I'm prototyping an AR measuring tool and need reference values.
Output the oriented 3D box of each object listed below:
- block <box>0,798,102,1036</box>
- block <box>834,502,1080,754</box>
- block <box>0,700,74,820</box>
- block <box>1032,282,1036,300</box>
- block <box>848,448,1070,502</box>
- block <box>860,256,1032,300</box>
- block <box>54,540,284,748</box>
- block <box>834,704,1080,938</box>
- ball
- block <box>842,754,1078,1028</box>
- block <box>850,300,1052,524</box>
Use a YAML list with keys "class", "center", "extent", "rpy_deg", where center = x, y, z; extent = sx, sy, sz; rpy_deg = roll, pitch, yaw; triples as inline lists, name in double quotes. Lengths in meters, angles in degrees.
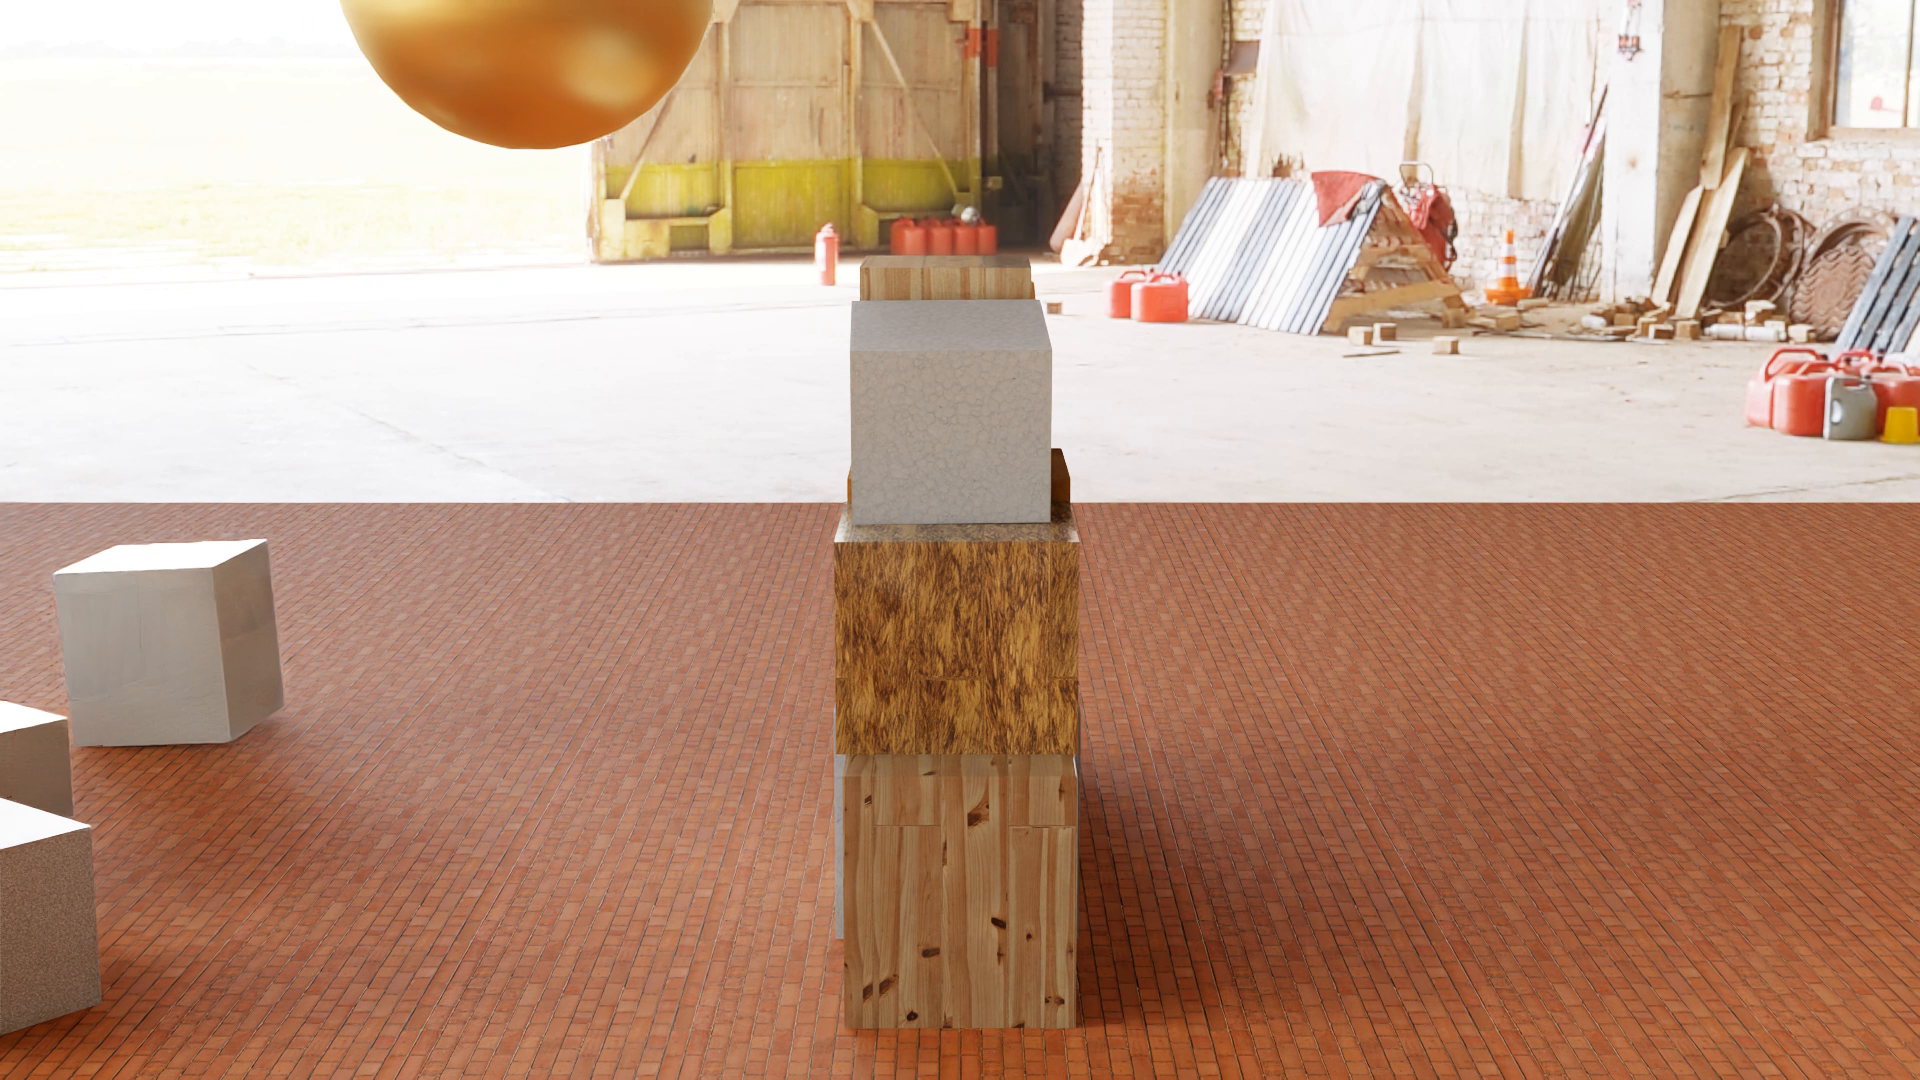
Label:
- class: "block"
  center: [-3.797, 1.445, 9.651]
  extent: [0.675, 0.703, 0.801]
  rpy_deg: [8, 13, 37]
- class: "block"
  center: [-0.013, 0.326, 10.074]
  extent: [0.913, 0.816, 0.918]
  rpy_deg: [0, 10, 0]
- class: "block"
  center: [-4.358, 1.142, 11.145]
  extent: [0.794, 0.762, 0.618]
  rpy_deg: [8, 13, 37]
- class: "block"
  center: [0.003, -0.696, 11.845]
  extent: [0.690, 0.812, 0.801]
  rpy_deg: [0, 21, 0]
- class: "block"
  center: [-0.006, 0.125, 10.968]
  extent: [0.911, 0.919, 0.880]
  rpy_deg: [0, 10, 0]
- class: "block"
  center: [-0.059, -0.772, 10.990]
  extent: [0.709, 0.839, 0.721]
  rpy_deg: [0, 10, 0]
- class: "block"
  center: [-4.239, 0.546, 13.809]
  extent: [0.859, 0.937, 0.796]
  rpy_deg: [-2, 10, 6]
- class: "block"
  center: [-0.013, 1.078, 10.968]
  extent: [1.000, 0.956, 1.026]
  rpy_deg: [0, 10, 0]
- class: "ball"
  center: [-1.808, -2.437, 10.737]
  extent: [1.600, 1.600, 1.600]
  rpy_deg: [0, 10, 0]
- class: "block"
  center: [0.001, 1.254, 9.960]
  extent: [0.862, 0.969, 0.990]
  rpy_deg: [0, 10, 0]
- class: "block"
  center: [-0.046, -0.520, 10.182]
  extent: [0.768, 0.692, 0.783]
  rpy_deg: [-1, 19, -2]
